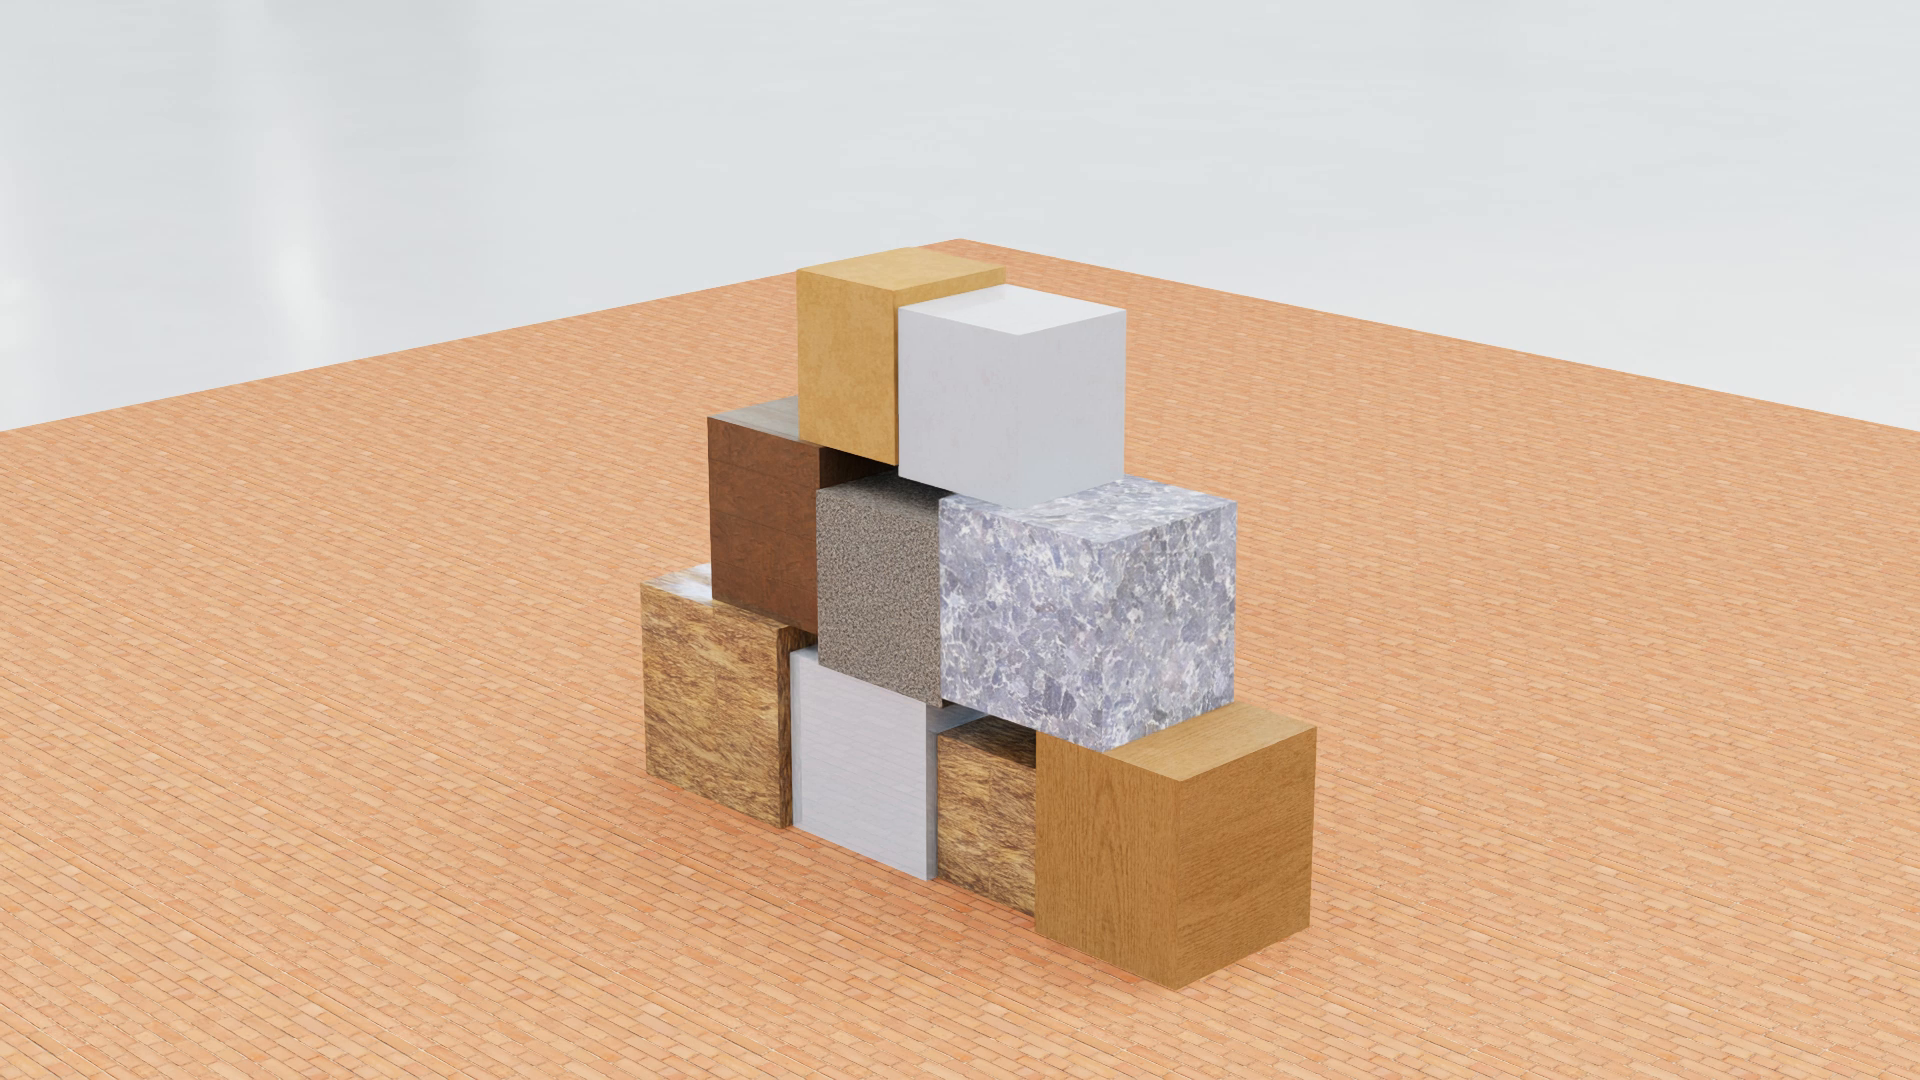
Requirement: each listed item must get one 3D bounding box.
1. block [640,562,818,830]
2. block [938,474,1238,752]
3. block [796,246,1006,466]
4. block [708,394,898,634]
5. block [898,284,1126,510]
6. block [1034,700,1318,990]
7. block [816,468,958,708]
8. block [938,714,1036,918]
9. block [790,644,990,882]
[{"bbox_3d":[-0.882,0.694,14.459,0.930,1.007,1.003,-17,24,-42],"label":"block"},{"bbox_3d":[0.557,0.267,12.819,0.859,0.916,0.964,-17,23,-42],"label":"block"},{"bbox_3d":[-0.265,-0.851,13.352,0.704,0.792,0.633,-17,24,-42],"label":"block"},{"bbox_3d":[-0.638,-0.151,13.958,0.785,0.906,0.783,-17,24,-42],"label":"block"},{"bbox_3d":[0.226,-0.644,12.917,0.677,0.767,0.736,-17,24,-42],"label":"block"},{"bbox_3d":[0.934,1.261,12.756,0.896,0.945,0.819,-17,24,-42],"label":"block"},{"bbox_3d":[-0.075,0.175,13.453,0.827,0.841,0.814,-17,24,-42],"label":"block"},{"bbox_3d":[0.393,1.210,13.315,0.701,0.707,0.700,-17,24,-42],"label":"block"},{"bbox_3d":[-0.174,0.952,13.849,0.854,0.879,0.911,-17,24,-42],"label":"block"}]
